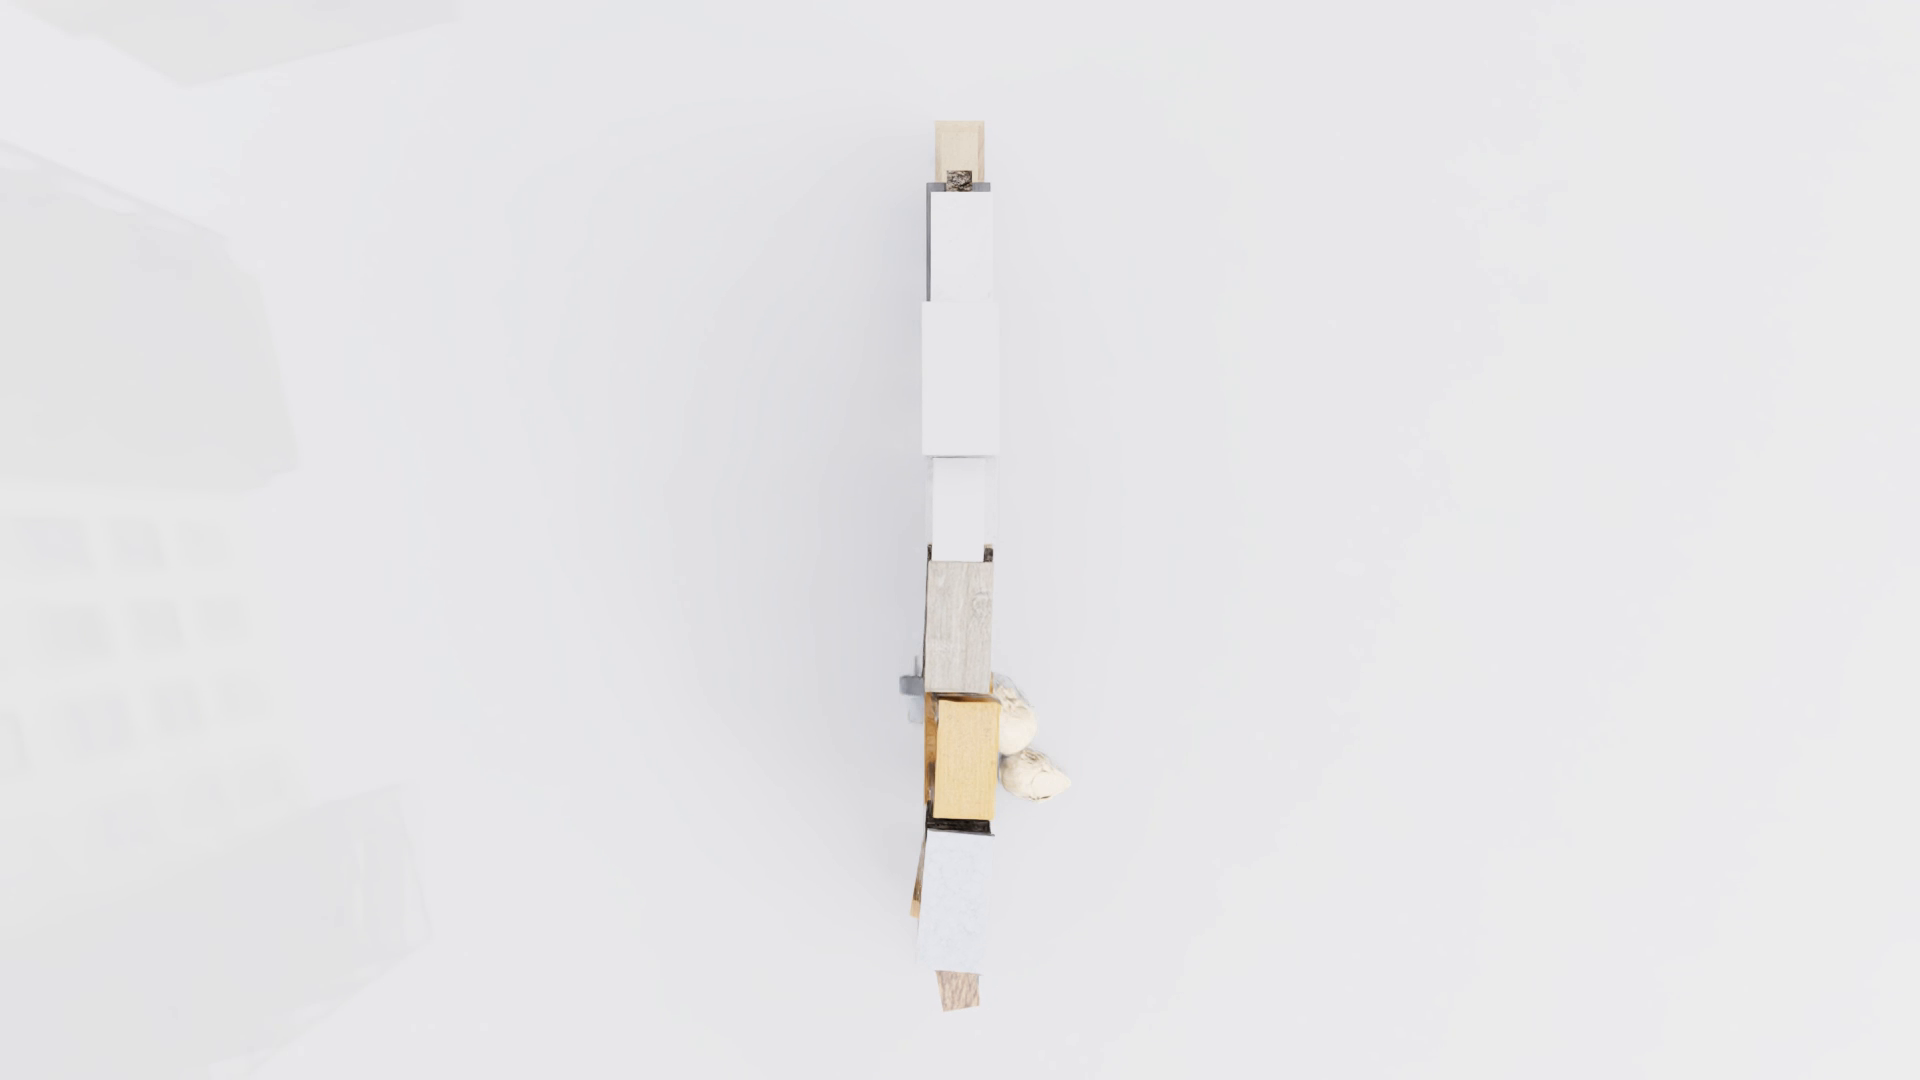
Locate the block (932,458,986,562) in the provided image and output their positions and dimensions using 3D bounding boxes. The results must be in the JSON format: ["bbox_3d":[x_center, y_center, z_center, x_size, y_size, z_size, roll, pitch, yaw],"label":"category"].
[{"bbox_3d":[-0.003,-0.071,3.894,0.121,0.034,0.242,1,89,0],"label":"block"}]

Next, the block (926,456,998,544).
[{"bbox_3d":[0.004,-0.171,4.180,0.180,0.051,0.359,1,90,0],"label":"block"}]

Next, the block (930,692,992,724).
[{"bbox_3d":[0.008,0.421,4.190,0.149,0.297,0.042,2,93,-4],"label":"block"}]

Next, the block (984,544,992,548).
[{"bbox_3d":[0.003,-0.157,4.590,0.177,0.050,0.355,1,90,0],"label":"block"}]

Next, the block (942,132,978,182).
[{"bbox_3d":[-0.001,-1.104,4.917,0.107,0.030,0.214,0,90,0],"label":"block"}]

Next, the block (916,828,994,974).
[{"bbox_3d":[-0.012,0.882,4.034,0.166,0.047,0.331,5,87,0],"label":"block"}]

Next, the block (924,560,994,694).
[{"bbox_3d":[-0.002,0.206,3.935,0.156,0.044,0.311,2,91,0],"label":"block"}]

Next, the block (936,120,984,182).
[{"bbox_3d":[0.000,-1.154,5.168,0.155,0.044,0.310,0,90,0],"label":"block"}]

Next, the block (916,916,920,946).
[{"bbox_3d":[-0.023,0.983,4.286,0.166,0.463,0.047,5,93,0],"label":"block"}]

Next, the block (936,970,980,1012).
[{"bbox_3d":[-0.013,1.123,4.306,0.099,0.028,0.199,-10,91,0],"label":"block"}]

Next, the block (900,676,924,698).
[{"bbox_3d":[-0.046,0.409,4.596,0.178,0.356,0.050,1,86,-13],"label":"block"}]

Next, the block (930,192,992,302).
[{"bbox_3d":[0.004,-0.698,4.045,0.151,0.043,0.301,0,90,0],"label":"block"}]

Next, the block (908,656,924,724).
[{"bbox_3d":[-0.091,0.437,4.797,0.097,0.028,0.194,4,86,5],"label":"block"}]

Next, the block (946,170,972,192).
[{"bbox_3d":[-0.002,-0.923,4.437,0.069,0.020,0.138,0,90,0],"label":"block"}]

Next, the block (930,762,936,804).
[{"bbox_3d":[-0.003,0.619,4.226,0.149,0.297,0.042,-1,94,-1],"label":"block"}]

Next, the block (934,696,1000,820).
[{"bbox_3d":[0.016,0.533,4.035,0.148,0.042,0.297,3,101,-2],"label":"block"}]

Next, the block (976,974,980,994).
[{"bbox_3d":[0.000,1.215,4.767,0.099,0.891,0.028,0,85,0],"label":"block"}]

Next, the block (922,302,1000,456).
[{"bbox_3d":[0.001,-0.369,3.781,0.175,0.049,0.349,0,90,0],"label":"block"}]

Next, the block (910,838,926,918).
[{"bbox_3d":[-0.052,1.032,5.032,0.162,0.934,0.046,10,90,1],"label":"block"}]

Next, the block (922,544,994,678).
[{"bbox_3d":[-0.005,0.188,4.295,0.172,0.049,0.344,3,91,0],"label":"block"}]

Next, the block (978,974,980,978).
[{"bbox_3d":[-0.004,1.258,5.230,0.126,0.036,0.252,-1,90,0],"label":"block"}]

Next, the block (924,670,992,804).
[{"bbox_3d":[-0.006,0.525,4.391,0.178,0.050,0.356,0,98,-1],"label":"block"}]

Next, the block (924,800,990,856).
[{"bbox_3d":[-0.005,0.754,4.231,0.166,0.331,0.047,0,103,-1],"label":"block"}]

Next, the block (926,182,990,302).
[{"bbox_3d":[-0.004,-0.814,4.610,0.180,0.051,0.359,0,90,0],"label":"block"}]
